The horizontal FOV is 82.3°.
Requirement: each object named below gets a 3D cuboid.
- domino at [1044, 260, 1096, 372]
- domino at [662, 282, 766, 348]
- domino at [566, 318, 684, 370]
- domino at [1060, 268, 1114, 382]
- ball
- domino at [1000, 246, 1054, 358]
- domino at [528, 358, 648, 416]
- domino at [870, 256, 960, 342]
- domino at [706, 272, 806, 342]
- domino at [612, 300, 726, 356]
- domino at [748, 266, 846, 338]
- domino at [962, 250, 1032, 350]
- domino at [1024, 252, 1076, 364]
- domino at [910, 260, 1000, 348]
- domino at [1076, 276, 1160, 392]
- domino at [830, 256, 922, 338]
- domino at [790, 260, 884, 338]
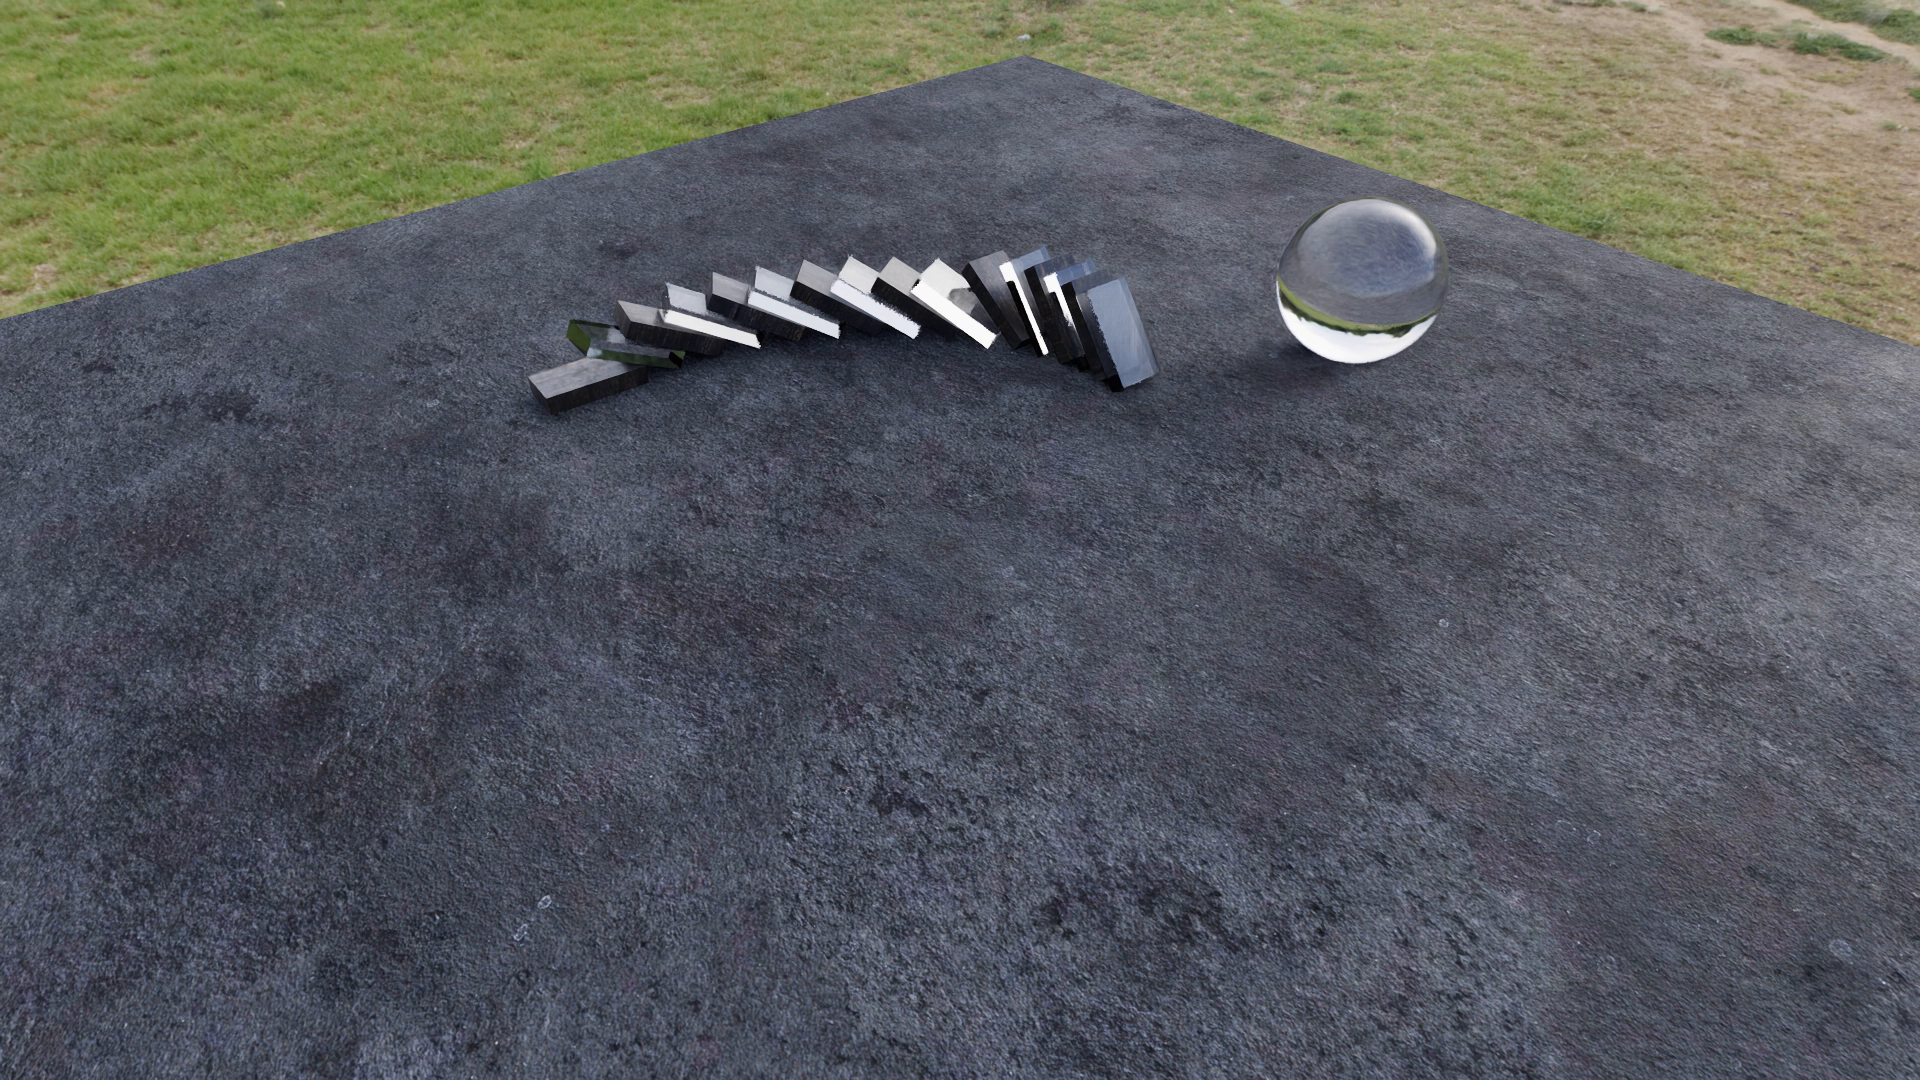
[{"bbox_3d":[0.063,-0.113,0.553,0.025,0.050,0.009,-26,8,-28],"label":"domino"},{"bbox_3d":[-0.127,-0.116,0.568,0.050,0.010,0.025,12,32,-28],"label":"domino"},{"bbox_3d":[-0.165,-0.097,0.544,0.050,0.010,0.025,0,31,-45],"label":"domino"},{"bbox_3d":[0.071,-0.107,0.546,0.025,0.050,0.010,-26,8,-28],"label":"domino"},{"bbox_3d":[0.198,-0.128,0.544,0.080,0.080,0.080,0,39,0],"label":"ball"},{"bbox_3d":[0.042,-0.122,0.564,0.025,0.050,0.009,-29,10,-31],"label":"domino"},{"bbox_3d":[-0.182,-0.079,0.539,0.050,0.010,0.025,-25,46,-28],"label":"domino"},{"bbox_3d":[-0.020,-0.127,0.581,0.050,0.009,0.025,32,42,-6],"label":"domino"},{"bbox_3d":[-0.107,-0.122,0.575,0.050,0.009,0.025,16,33,-24],"label":"domino"},{"bbox_3d":[-0.147,-0.107,0.557,0.050,0.009,0.025,5,31,-38],"label":"domino"},{"bbox_3d":[-0.085,-0.125,0.579,0.050,0.010,0.025,19,35,-20],"label":"domino"},{"bbox_3d":[0.025,-0.125,0.574,0.025,0.009,0.050,-29,82,-34],"label":"domino"},{"bbox_3d":[0.054,-0.118,0.559,0.025,0.050,0.010,-26,8,-28],"label":"domino"},{"bbox_3d":[0.001,-0.124,0.577,0.050,0.009,0.025,36,45,-2],"label":"domino"},{"bbox_3d":[0.077,-0.101,0.538,0.025,0.050,0.010,-26,8,-28],"label":"domino"},{"bbox_3d":[-0.041,-0.129,0.583,0.050,0.010,0.025,28,39,-10],"label":"domino"},{"bbox_3d":[-0.063,-0.128,0.582,0.050,0.010,0.025,24,37,-15],"label":"domino"}]
